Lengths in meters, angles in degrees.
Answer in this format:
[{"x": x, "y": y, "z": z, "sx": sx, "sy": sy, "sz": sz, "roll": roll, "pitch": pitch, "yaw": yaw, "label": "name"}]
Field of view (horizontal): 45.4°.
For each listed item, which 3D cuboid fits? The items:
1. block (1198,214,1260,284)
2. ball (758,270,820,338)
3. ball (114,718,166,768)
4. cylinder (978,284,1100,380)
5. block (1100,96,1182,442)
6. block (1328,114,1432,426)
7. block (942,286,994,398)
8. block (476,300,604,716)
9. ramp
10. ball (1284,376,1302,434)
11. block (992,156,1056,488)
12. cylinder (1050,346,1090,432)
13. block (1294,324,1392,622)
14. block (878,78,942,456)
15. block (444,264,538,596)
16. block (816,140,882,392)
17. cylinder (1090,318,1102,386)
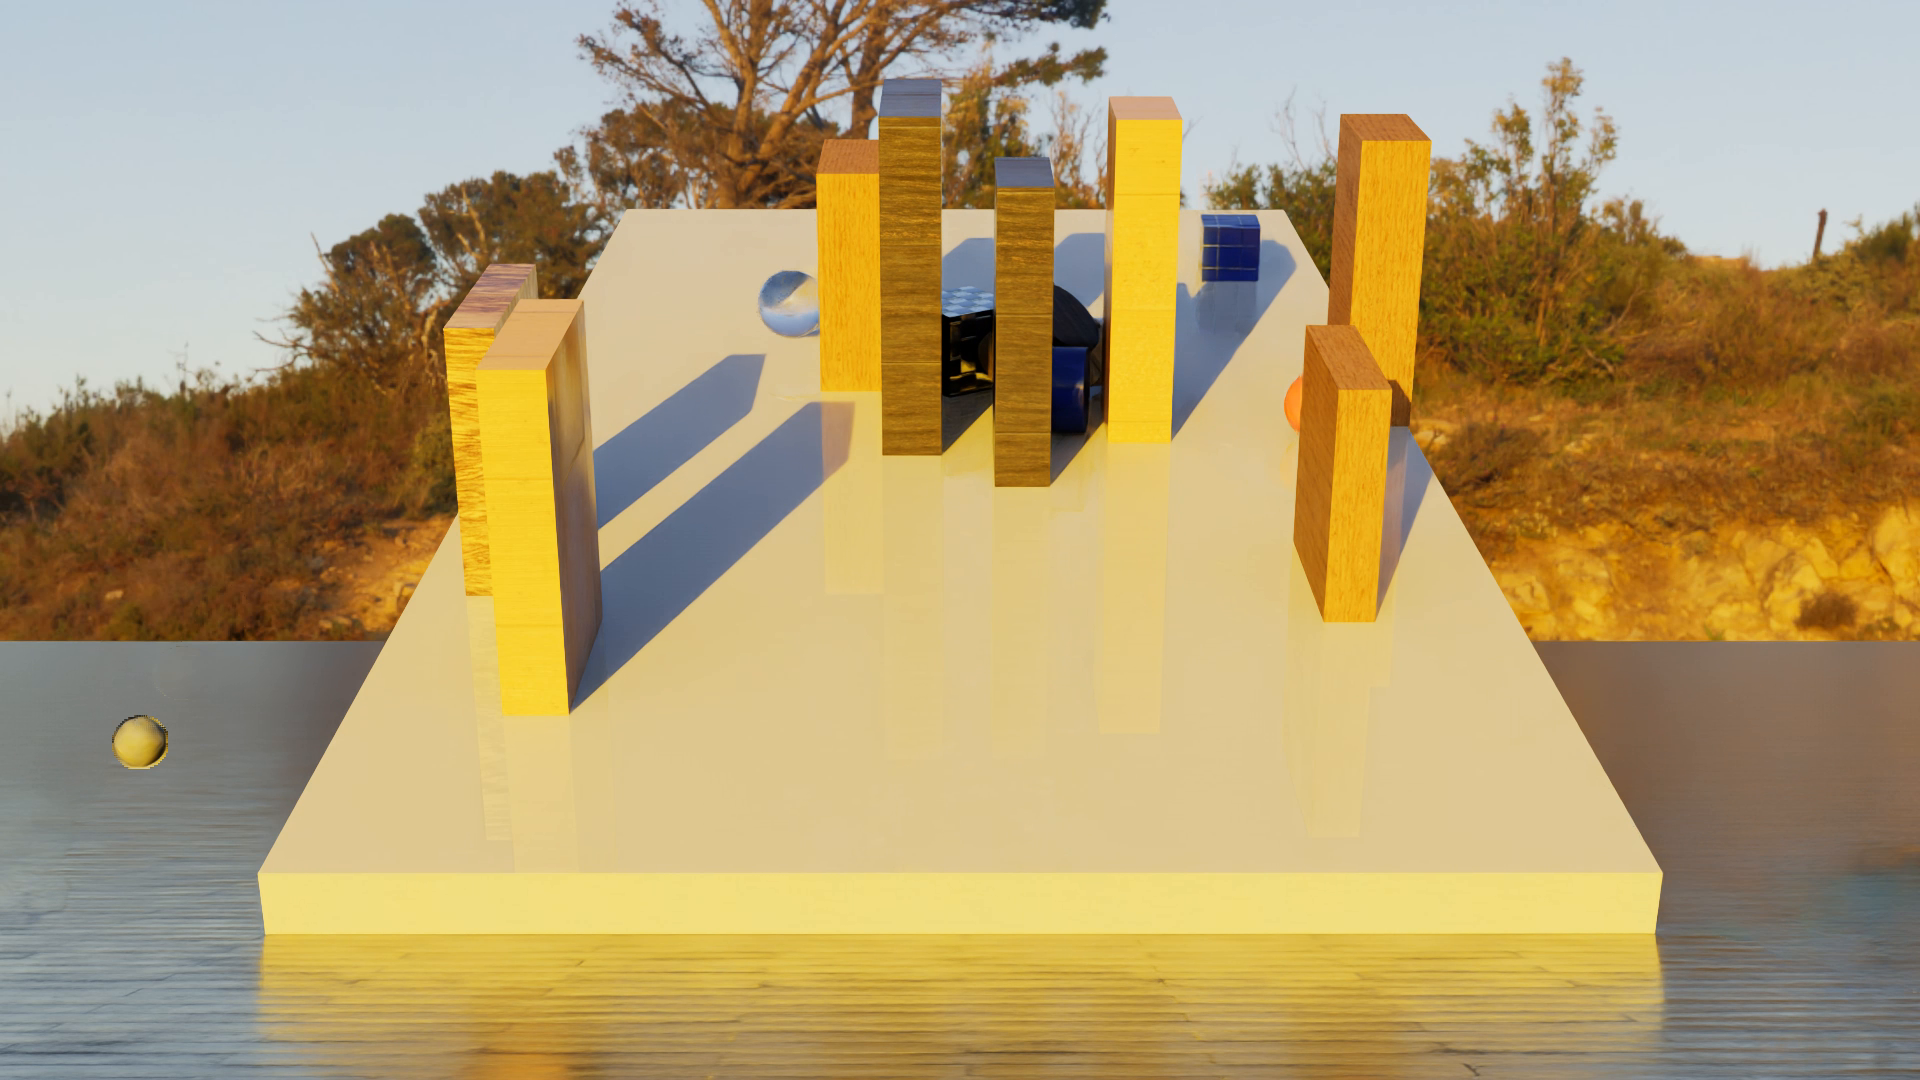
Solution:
[{"x": 0.734, "y": -0.795, "z": 6.247, "sx": 0.152, "sy": 0.152, "sz": 0.152, "roll": 1, "pitch": 22, "yaw": 2, "label": "block"}, {"x": -0.419, "y": -0.586, "z": 5.694, "sx": 0.170, "sy": 0.170, "sz": 0.170, "roll": 0, "pitch": -2, "yaw": 0, "label": "ball"}, {"x": -1.793, "y": 0.442, "z": 5.014, "sx": 0.109, "sy": 0.109, "sz": 0.109, "roll": 0, "pitch": -2, "yaw": 0, "label": "ball"}, {"x": 0.177, "y": -0.445, "z": 5.196, "sx": 0.197, "sy": 0.197, "sz": 0.197, "roll": 2, "pitch": -37, "yaw": -44, "label": "cylinder"}, {"x": 0.390, "y": -0.586, "z": 4.974, "sx": 0.136, "sy": 0.705, "sz": 0.254, "roll": 0, "pitch": 22, "yaw": 0, "label": "block"}, {"x": 0.925, "y": -0.603, "z": 5.109, "sx": 0.147, "sy": 0.638, "sz": 0.292, "roll": 0, "pitch": 22, "yaw": 0, "label": "block"}, {"x": 0.000, "y": -0.466, "z": 5.361, "sx": 0.193, "sy": 0.193, "sz": 0.193, "roll": -15, "pitch": 26, "yaw": -32, "label": "block"}, {"x": -0.691, "y": -0.061, "z": 3.809, "sx": 0.107, "sy": 0.588, "sz": 0.397, "roll": 0, "pitch": 22, "yaw": 0, "label": "block"}, {"x": -0.006, "y": -0.219, "z": 5.139, "sx": 2.000, "sy": 0.100, "sz": 4.000, "roll": 0, "pitch": 22, "yaw": 0, "label": "ramp"}, {"x": 0.780, "y": -0.294, "z": 4.996, "sx": 0.147, "sy": 0.147, "sz": 0.147, "roll": 0, "pitch": -2, "yaw": 0, "label": "ball"}, {"x": 0.128, "y": -0.452, "z": 4.740, "sx": 0.114, "sy": 0.627, "sz": 0.275, "roll": 0, "pitch": 22, "yaw": 0, "label": "block"}, {"x": 0.185, "y": -0.333, "z": 5.037, "sx": 0.187, "sy": 0.187, "sz": 0.187, "roll": 2, "pitch": -2, "yaw": 7, "label": "cylinder"}, {"x": 0.694, "y": -0.128, "z": 4.190, "sx": 0.092, "sy": 0.435, "sz": 0.393, "roll": 0, "pitch": 22, "yaw": 0, "label": "block"}, {"x": -0.103, "y": -0.596, "z": 4.967, "sx": 0.127, "sy": 0.727, "sz": 0.420, "roll": 0, "pitch": 22, "yaw": 0, "label": "block"}, {"x": -0.860, "y": -0.215, "z": 4.303, "sx": 0.088, "sy": 0.508, "sz": 0.438, "roll": 0, "pitch": 22, "yaw": 0, "label": "block"}, {"x": -0.252, "y": -0.651, "z": 5.397, "sx": 0.142, "sy": 0.510, "sz": 0.372, "roll": 0, "pitch": 22, "yaw": 0, "label": "block"}, {"x": 0.338, "y": -0.434, "z": 5.291, "sx": 0.158, "sy": 0.158, "sz": 0.158, "roll": -4, "pitch": 1, "yaw": -45, "label": "cylinder"}]
